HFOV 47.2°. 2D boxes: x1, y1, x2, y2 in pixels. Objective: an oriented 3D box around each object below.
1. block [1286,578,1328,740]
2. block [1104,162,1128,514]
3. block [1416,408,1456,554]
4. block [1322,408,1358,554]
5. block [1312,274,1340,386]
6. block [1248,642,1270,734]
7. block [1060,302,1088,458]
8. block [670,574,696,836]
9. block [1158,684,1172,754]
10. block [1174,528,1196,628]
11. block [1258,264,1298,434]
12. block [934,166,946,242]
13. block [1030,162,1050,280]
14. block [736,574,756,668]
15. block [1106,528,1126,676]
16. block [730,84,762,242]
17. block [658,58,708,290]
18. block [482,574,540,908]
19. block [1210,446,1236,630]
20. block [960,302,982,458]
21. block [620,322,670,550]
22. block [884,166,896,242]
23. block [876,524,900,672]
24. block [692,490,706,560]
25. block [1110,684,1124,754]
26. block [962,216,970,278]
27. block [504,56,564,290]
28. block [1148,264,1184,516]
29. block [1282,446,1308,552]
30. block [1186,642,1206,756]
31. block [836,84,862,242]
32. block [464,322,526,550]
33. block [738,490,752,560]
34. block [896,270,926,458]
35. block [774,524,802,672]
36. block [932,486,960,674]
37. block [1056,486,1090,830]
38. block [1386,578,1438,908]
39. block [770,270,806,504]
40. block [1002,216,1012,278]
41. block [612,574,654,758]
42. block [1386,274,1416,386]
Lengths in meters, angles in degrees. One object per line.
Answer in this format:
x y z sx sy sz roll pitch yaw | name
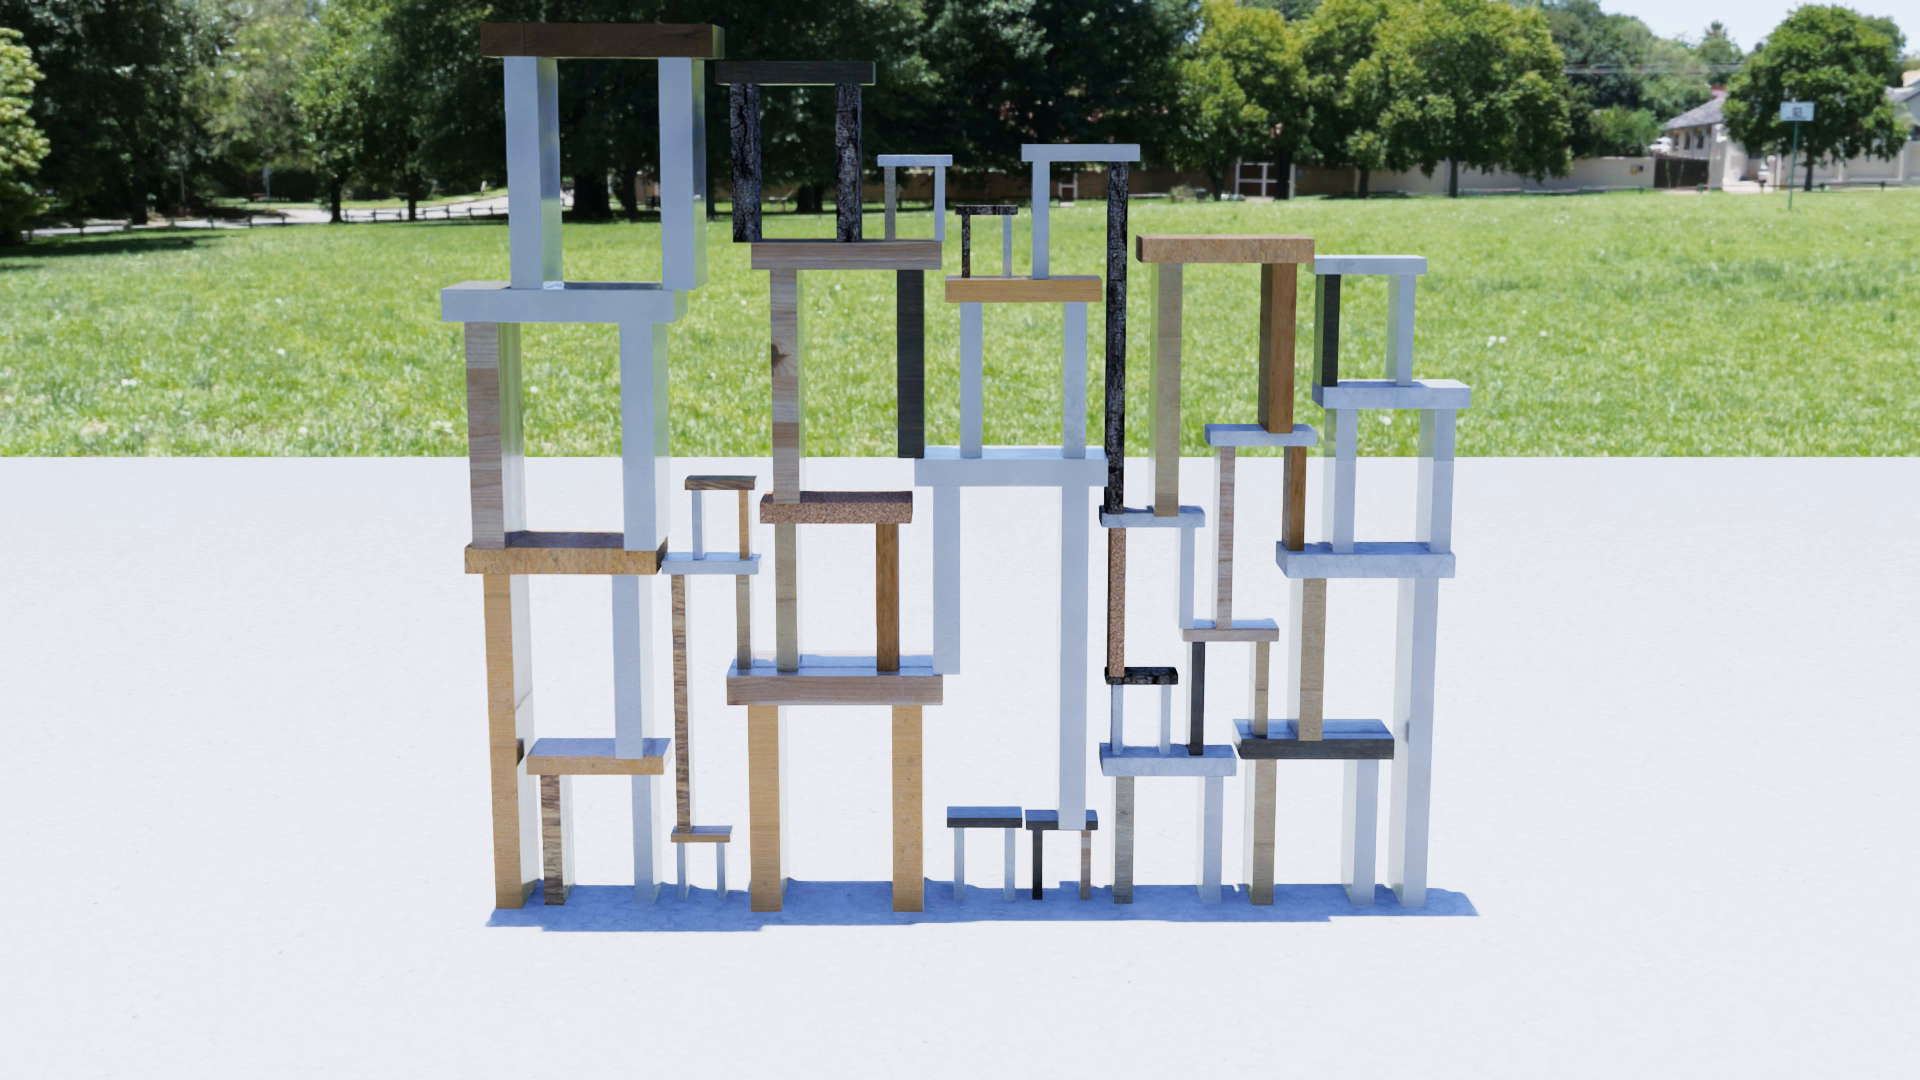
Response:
0.565 0.180 3.590 0.038 0.267 0.134 0 11 0 | block
0.247 -0.321 3.496 0.026 0.555 0.091 0 11 0 | block
0.766 -0.104 3.544 0.033 0.232 0.116 0 11 0 | block
0.611 -0.104 3.544 0.033 0.232 0.116 0 11 0 | block
0.583 -0.337 3.501 0.025 0.176 0.088 0 11 0 | block
0.490 0.234 3.606 0.022 0.156 0.078 0 11 0 | block
0.181 -0.261 3.506 0.035 0.245 0.122 0 11 0 | block
-0.453 0.264 3.607 0.022 0.439 0.078 0 11 0 | block
0.336 0.288 3.614 0.017 0.117 0.059 0 11 0 | block
0.365 0.054 3.574 0.023 0.166 0.083 0 11 0 | block
0.505 -0.311 3.502 0.038 0.266 0.133 0 11 0 | block
-0.031 -0.529 3.457 0.016 0.116 0.058 0 10 0 | block
0.126 -0.505 3.461 0.026 0.182 0.091 0 11 0 | block
-0.349 0.125 3.581 0.022 0.156 0.078 0 11 0 | block
0.254 0.093 3.581 0.023 0.245 0.083 0 11 0 | block
-0.335 -0.591 3.446 0.034 0.241 0.121 0 11 0 | block
-0.433 -0.575 3.448 0.050 0.351 0.176 0 11 0 | block
-0.737 0.315 3.621 0.043 0.558 0.152 0 11 0 | block
0.426 -0.010 3.561 0.024 0.298 0.085 0 11 0 | block
0.018 -0.261 3.507 0.035 0.245 0.122 0 11 0 | block
-0.503 -0.176 3.524 0.051 0.359 0.180 0 11 0 | block
-0.109 -0.529 3.457 0.016 0.116 0.058 0 11 0 | block
-0.117 0.082 3.577 0.034 0.241 0.121 0 11 0 | block
-0.422 -0.029 3.556 0.016 0.112 0.056 0 11 0 | block
0.258 0.288 3.614 0.017 0.117 0.059 0 11 0 | block
0.010 -0.465 3.478 0.014 0.098 0.049 0 11 0 | block
-0.667 -0.576 3.448 0.050 0.351 0.175 0 11 0 | block
0.327 -0.245 3.514 0.038 0.399 0.133 0 11 0 | block
0.539 -0.073 3.549 0.024 0.170 0.085 0 11 0 | block
0.386 0.251 3.610 0.022 0.191 0.078 0 11 0 | block
-0.174 -0.591 3.446 0.034 0.241 0.121 0 11 0 | block
-0.743 -0.177 3.523 0.051 0.359 0.180 0 11 0 | block
-0.347 -0.029 3.556 0.016 0.113 0.056 0 11 0 | block
-0.077 -0.287 3.510 0.042 0.295 0.148 0 11 0 | block
-0.278 0.082 3.577 0.034 0.241 0.121 0 11 0 | block
-0.021 0.052 3.566 0.043 0.305 0.153 0 11 0 | block
0.182 0.179 3.589 0.043 0.564 0.153 0 11 0 | block
0.744 0.320 3.616 0.038 0.551 0.134 0 11 0 | block
-0.274 -0.251 3.517 0.042 0.368 0.148 0 11 0 | block
0.075 -0.465 3.478 0.014 0.098 0.049 0 11 0 | block
-0.534 0.190 3.598 0.043 0.304 0.152 0 10 0 | block
0.701 -0.337 3.501 0.025 0.176 0.088 0 11 0 | block
